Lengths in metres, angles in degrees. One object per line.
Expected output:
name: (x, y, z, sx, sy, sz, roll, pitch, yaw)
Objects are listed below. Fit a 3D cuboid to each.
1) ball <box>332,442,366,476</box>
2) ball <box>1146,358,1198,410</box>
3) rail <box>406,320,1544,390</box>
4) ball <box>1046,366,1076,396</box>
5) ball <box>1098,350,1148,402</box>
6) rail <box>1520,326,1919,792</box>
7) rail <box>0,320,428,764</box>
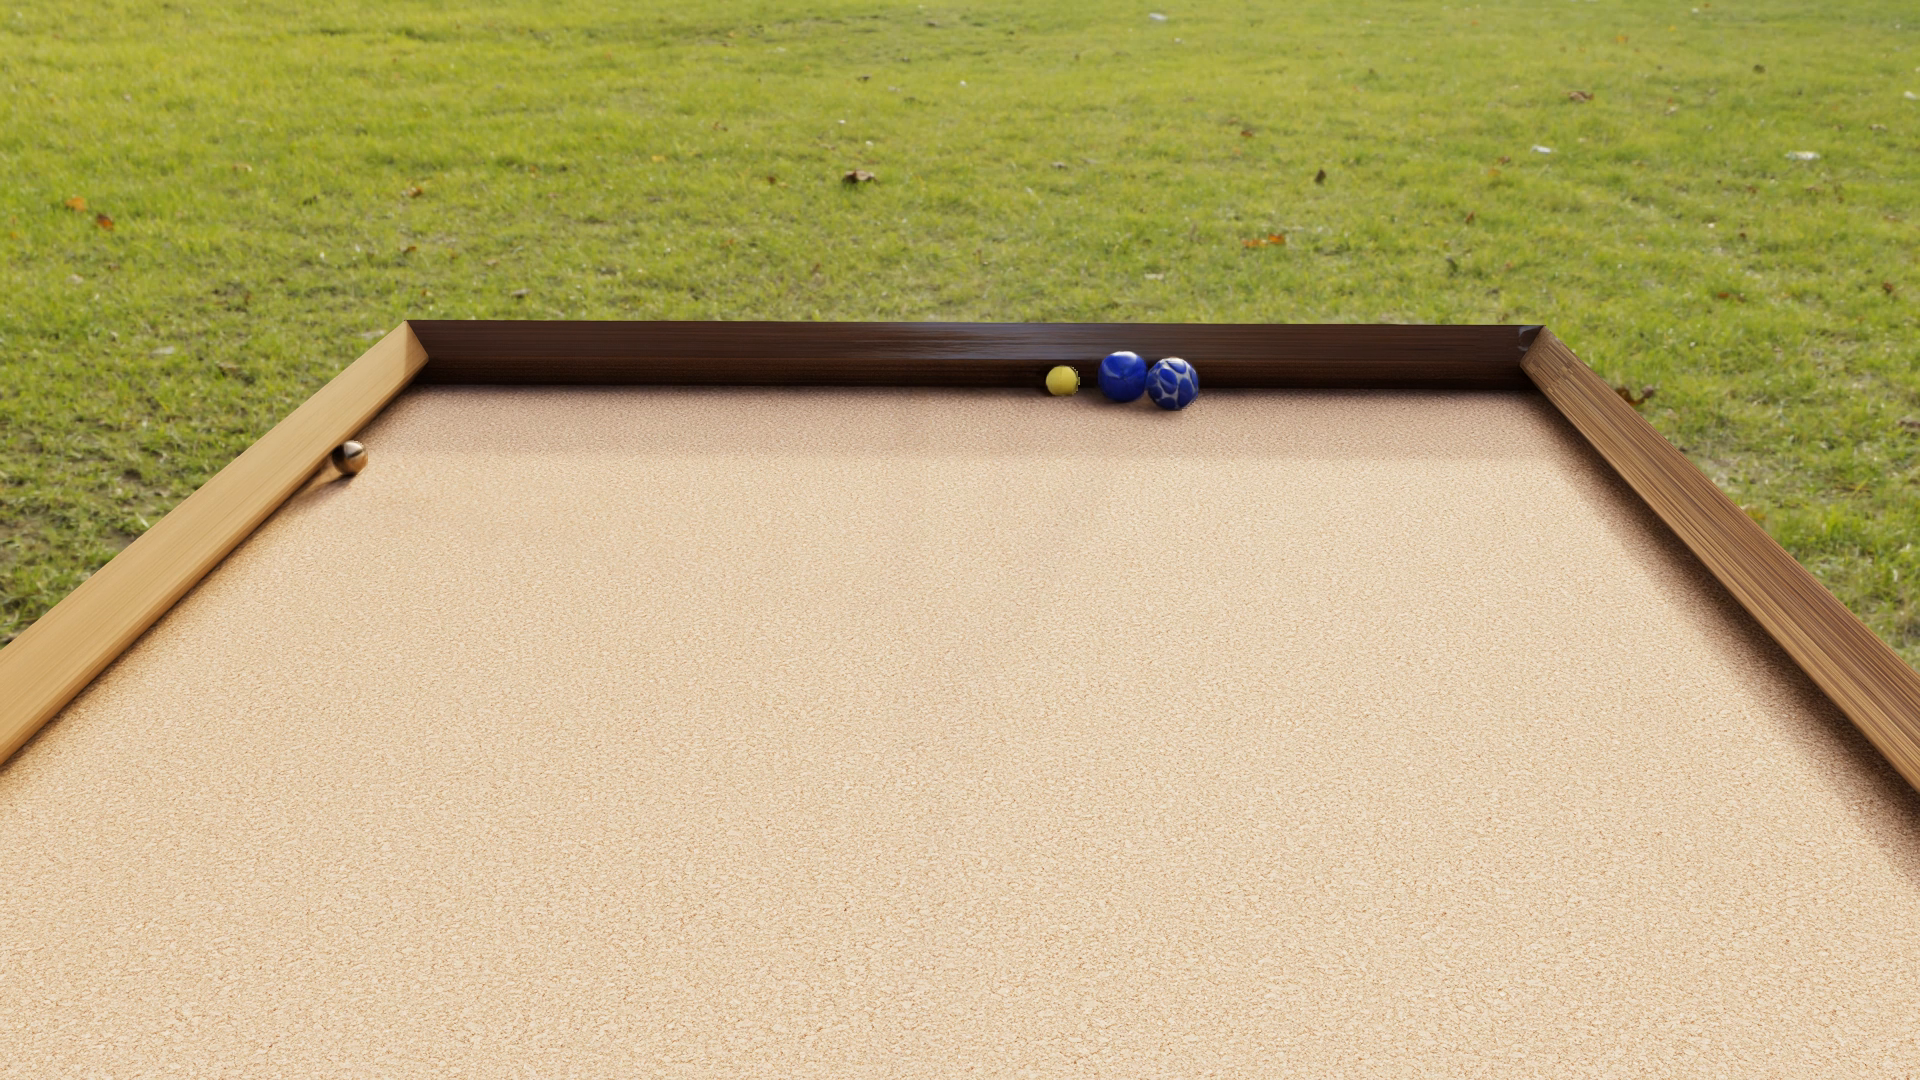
ball: (-0.837, -0.111, 3.013, 0.046, 0.046, 0.046, 0, 18, 0)
ball: (0.323, -0.238, 3.350, 0.079, 0.079, 0.079, 0, 18, 0)
rail: (0.018, -0.286, 3.457, 1.797, 0.103, 0.045, 0, 18, 1)
ball: (0.158, -0.248, 3.431, 0.048, 0.048, 0.048, 0, 18, 0)
ball: (0.251, -0.252, 3.392, 0.079, 0.079, 0.079, 0, 18, 0)
rail: (0.856, 0.255, 1.788, 0.045, 0.103, 3.520, 0, 18, 1)
rail: (-0.893, 0.243, 1.824, 0.045, 0.103, 3.520, 0, 18, 1)
